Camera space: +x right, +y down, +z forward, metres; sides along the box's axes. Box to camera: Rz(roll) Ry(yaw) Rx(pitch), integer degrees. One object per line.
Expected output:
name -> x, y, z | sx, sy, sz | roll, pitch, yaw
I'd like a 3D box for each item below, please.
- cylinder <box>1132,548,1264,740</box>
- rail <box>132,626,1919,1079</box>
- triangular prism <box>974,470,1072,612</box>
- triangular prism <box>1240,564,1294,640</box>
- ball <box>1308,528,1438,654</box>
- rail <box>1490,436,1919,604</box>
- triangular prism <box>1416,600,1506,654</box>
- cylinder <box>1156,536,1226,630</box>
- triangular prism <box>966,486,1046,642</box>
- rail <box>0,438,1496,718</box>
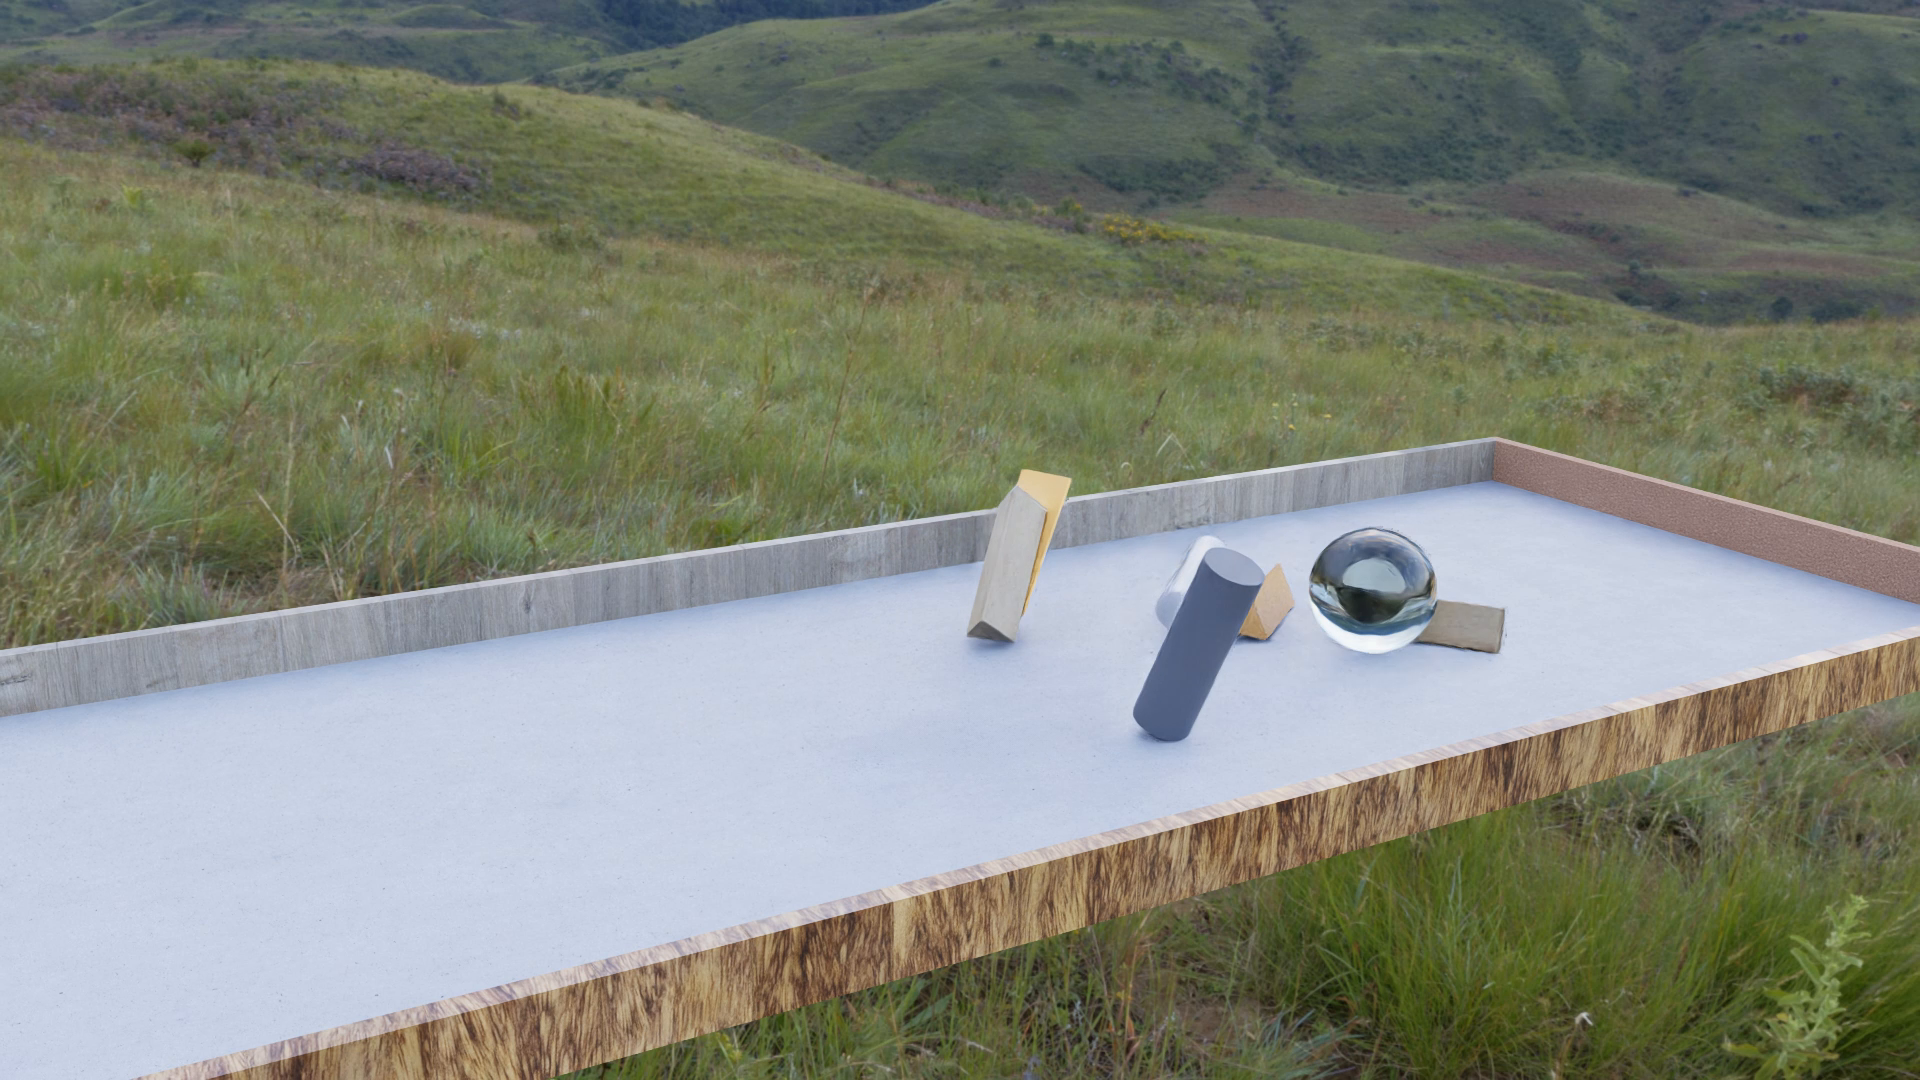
cylinder -> 0.534, 0.238, 3.720 | 0.141, 0.445, 0.141 | 15, 30, -9
rail -> -2.336, 1.006, 1.665 | 12.000, 0.150, 0.050 | -9, 18, -27
triangular prism -> 0.187, 0.026, 4.582 | 0.145, 0.422, 0.126 | 12, -25, 19
triangular prism -> 0.835, 0.158, 4.568 | 0.129, 0.112, 0.353 | 12, 18, 21
ball -> 1.059, 0.130, 4.235 | 0.324, 0.324, 0.324 | 0, 16, 0
rail -> 2.466, -0.048, 5.253 | 0.050, 0.150, 2.100 | -9, 18, -27
triangular prism -> 1.243, 0.203, 4.442 | 0.425, 0.105, 0.121 | 8, 20, 21
cylinder -> 0.657, 0.120, 4.645 | 0.123, 0.123, 0.401 | 6, 24, 19
triangular prism -> 0.107, 0.071, 4.459 | 0.117, 0.409, 0.135 | -11, -36, 42
rail -> -3.305, 0.497, 3.399 | 12.000, 0.150, 0.050 | -9, 18, -27
